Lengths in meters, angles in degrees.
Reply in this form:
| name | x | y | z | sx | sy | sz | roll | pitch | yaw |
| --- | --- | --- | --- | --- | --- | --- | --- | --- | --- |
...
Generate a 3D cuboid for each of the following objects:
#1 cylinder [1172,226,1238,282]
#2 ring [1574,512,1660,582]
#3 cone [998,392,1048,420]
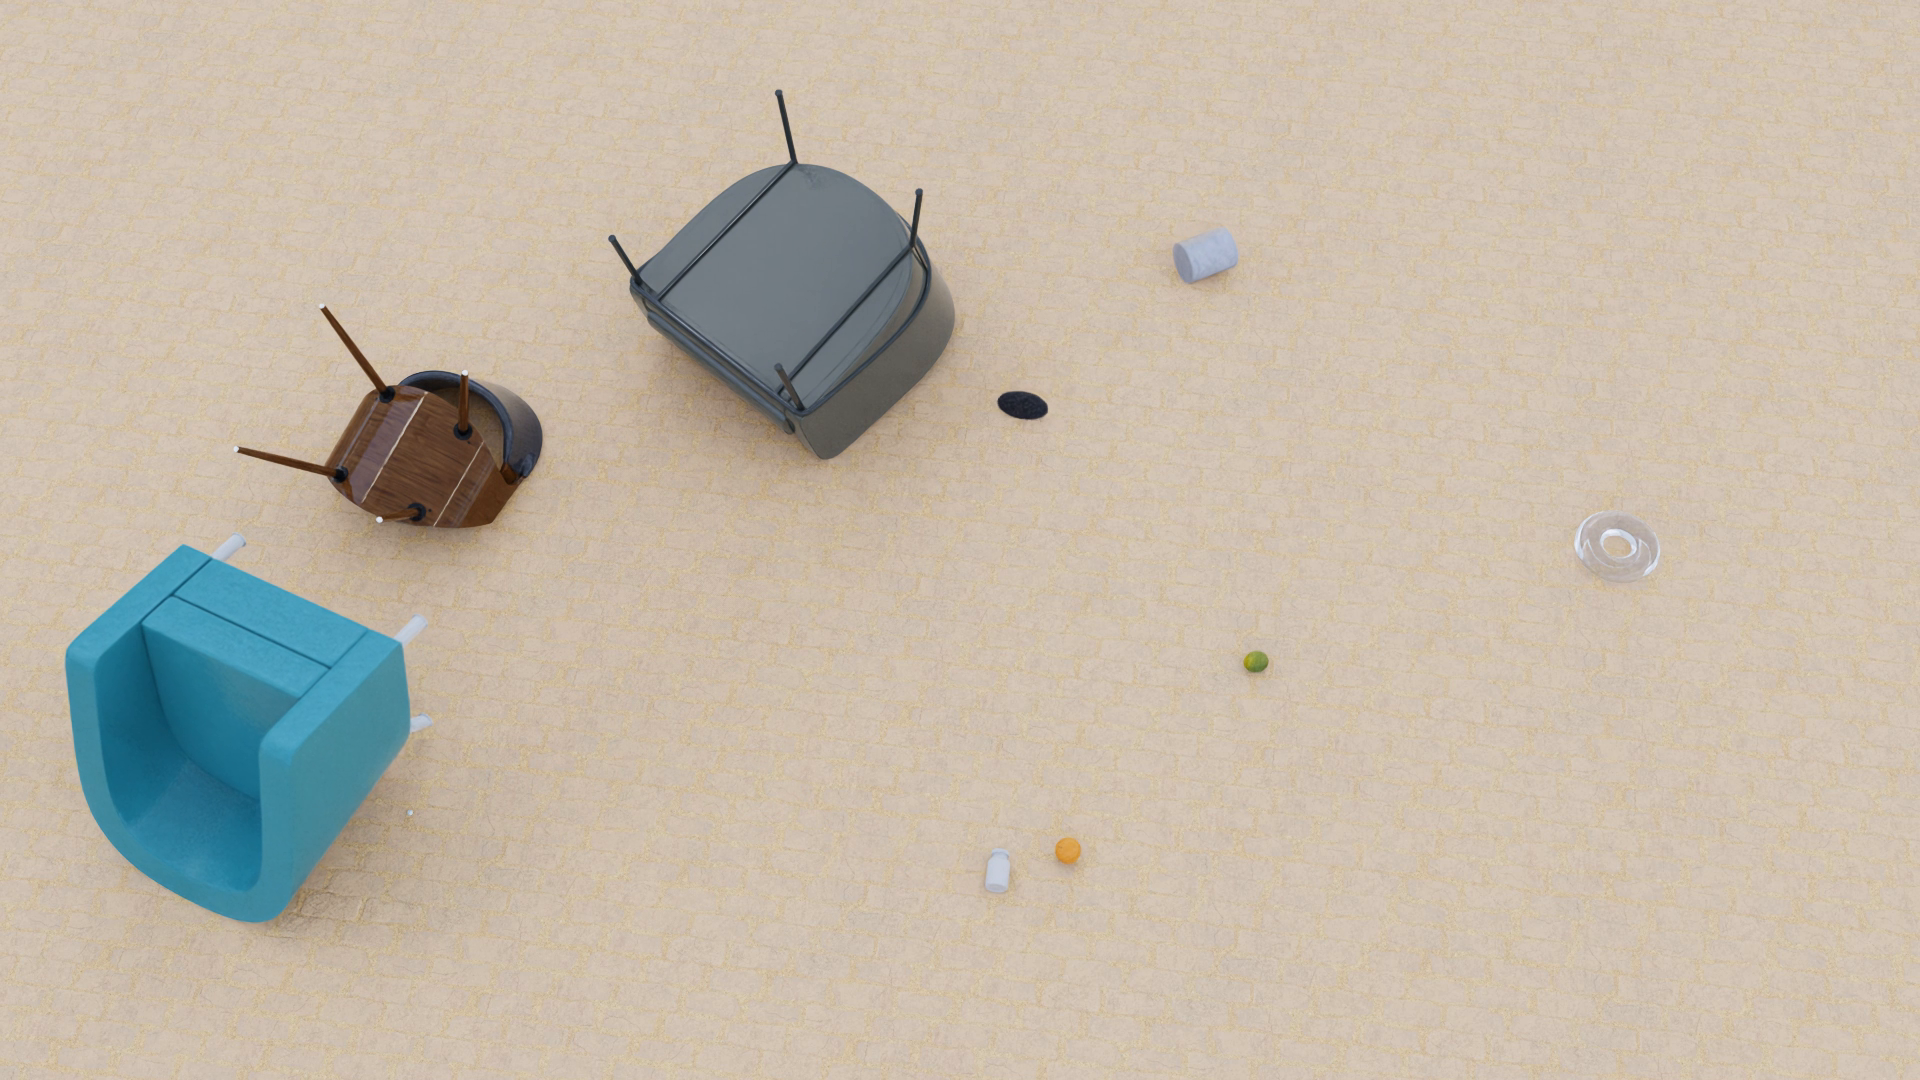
| name | x | y | z | sx | sy | sz | roll | pitch | yaw |
| --- | --- | --- | --- | --- | --- | --- | --- | --- | --- |
| cylinder | 0.794 | -0.923 | 7.111 | 0.166 | 0.136 | 0.136 | -22 | 92 | -14 |
| ring | 1.952 | 0.019 | 6.530 | 0.250 | 0.051 | 0.256 | 35 | 63 | 20 |
| cone | 0.206 | -0.438 | 6.842 | 0.162 | 0.094 | 0.095 | 10 | 30 | 11 |
